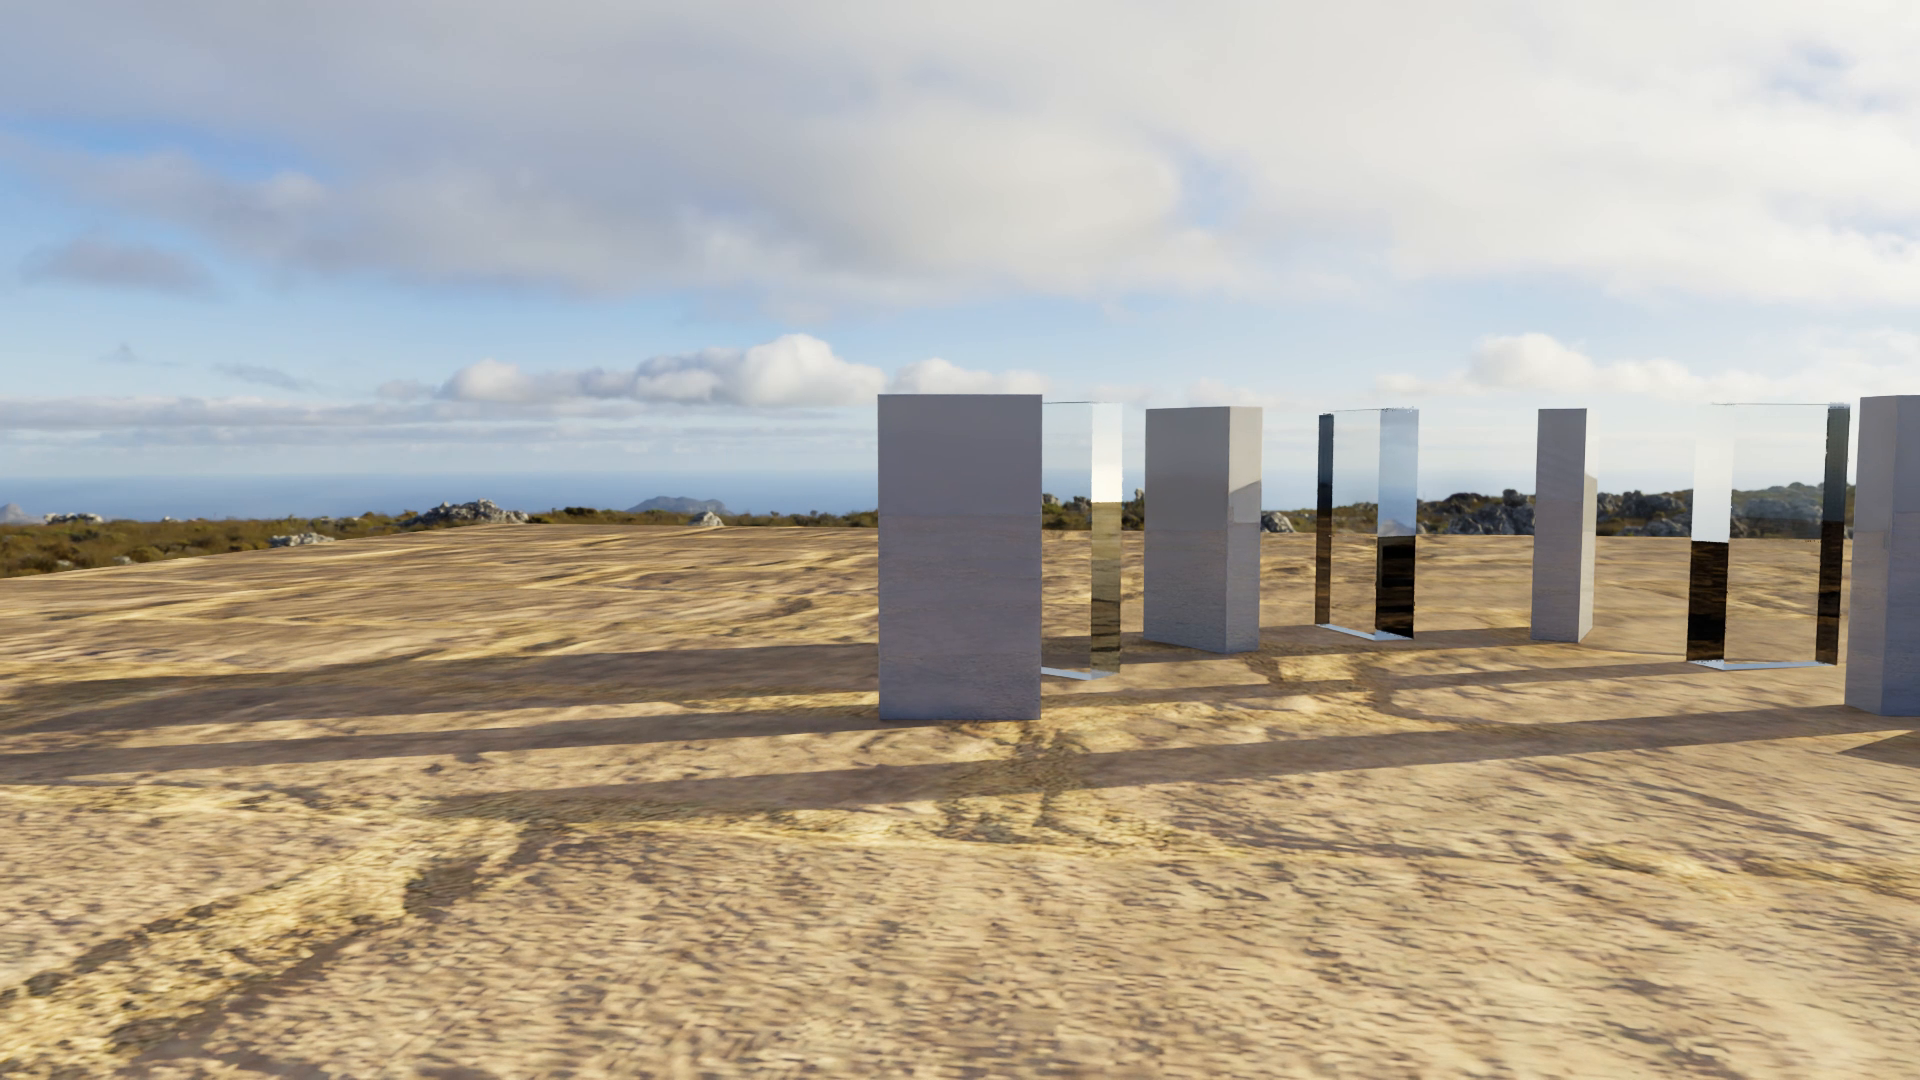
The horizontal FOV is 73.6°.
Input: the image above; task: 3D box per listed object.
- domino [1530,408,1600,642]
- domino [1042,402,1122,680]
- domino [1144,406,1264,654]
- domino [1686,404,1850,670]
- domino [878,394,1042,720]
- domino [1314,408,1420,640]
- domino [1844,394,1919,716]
[{"bbox_3d":[0.135,-0.004,0.286,0.009,0.050,0.025,3,5,32],"label":"domino"},{"bbox_3d":[0.017,-0.001,0.241,0.025,0.050,0.009,4,6,41],"label":"domino"},{"bbox_3d":[0.051,-0.003,0.270,0.009,0.050,0.025,-3,5,-33],"label":"domino"},{"bbox_3d":[0.155,-0.001,0.247,0.025,0.050,0.009,-1,4,-10],"label":"domino"},{"bbox_3d":[0.000,0.002,0.201,0.025,0.050,0.009,0,4,0],"label":"domino"},{"bbox_3d":[0.091,-0.004,0.290,0.010,0.050,0.025,-1,4,-15],"label":"domino"},{"bbox_3d":[0.157,0.002,0.202,0.025,0.050,0.009,0,4,5],"label":"domino"}]
